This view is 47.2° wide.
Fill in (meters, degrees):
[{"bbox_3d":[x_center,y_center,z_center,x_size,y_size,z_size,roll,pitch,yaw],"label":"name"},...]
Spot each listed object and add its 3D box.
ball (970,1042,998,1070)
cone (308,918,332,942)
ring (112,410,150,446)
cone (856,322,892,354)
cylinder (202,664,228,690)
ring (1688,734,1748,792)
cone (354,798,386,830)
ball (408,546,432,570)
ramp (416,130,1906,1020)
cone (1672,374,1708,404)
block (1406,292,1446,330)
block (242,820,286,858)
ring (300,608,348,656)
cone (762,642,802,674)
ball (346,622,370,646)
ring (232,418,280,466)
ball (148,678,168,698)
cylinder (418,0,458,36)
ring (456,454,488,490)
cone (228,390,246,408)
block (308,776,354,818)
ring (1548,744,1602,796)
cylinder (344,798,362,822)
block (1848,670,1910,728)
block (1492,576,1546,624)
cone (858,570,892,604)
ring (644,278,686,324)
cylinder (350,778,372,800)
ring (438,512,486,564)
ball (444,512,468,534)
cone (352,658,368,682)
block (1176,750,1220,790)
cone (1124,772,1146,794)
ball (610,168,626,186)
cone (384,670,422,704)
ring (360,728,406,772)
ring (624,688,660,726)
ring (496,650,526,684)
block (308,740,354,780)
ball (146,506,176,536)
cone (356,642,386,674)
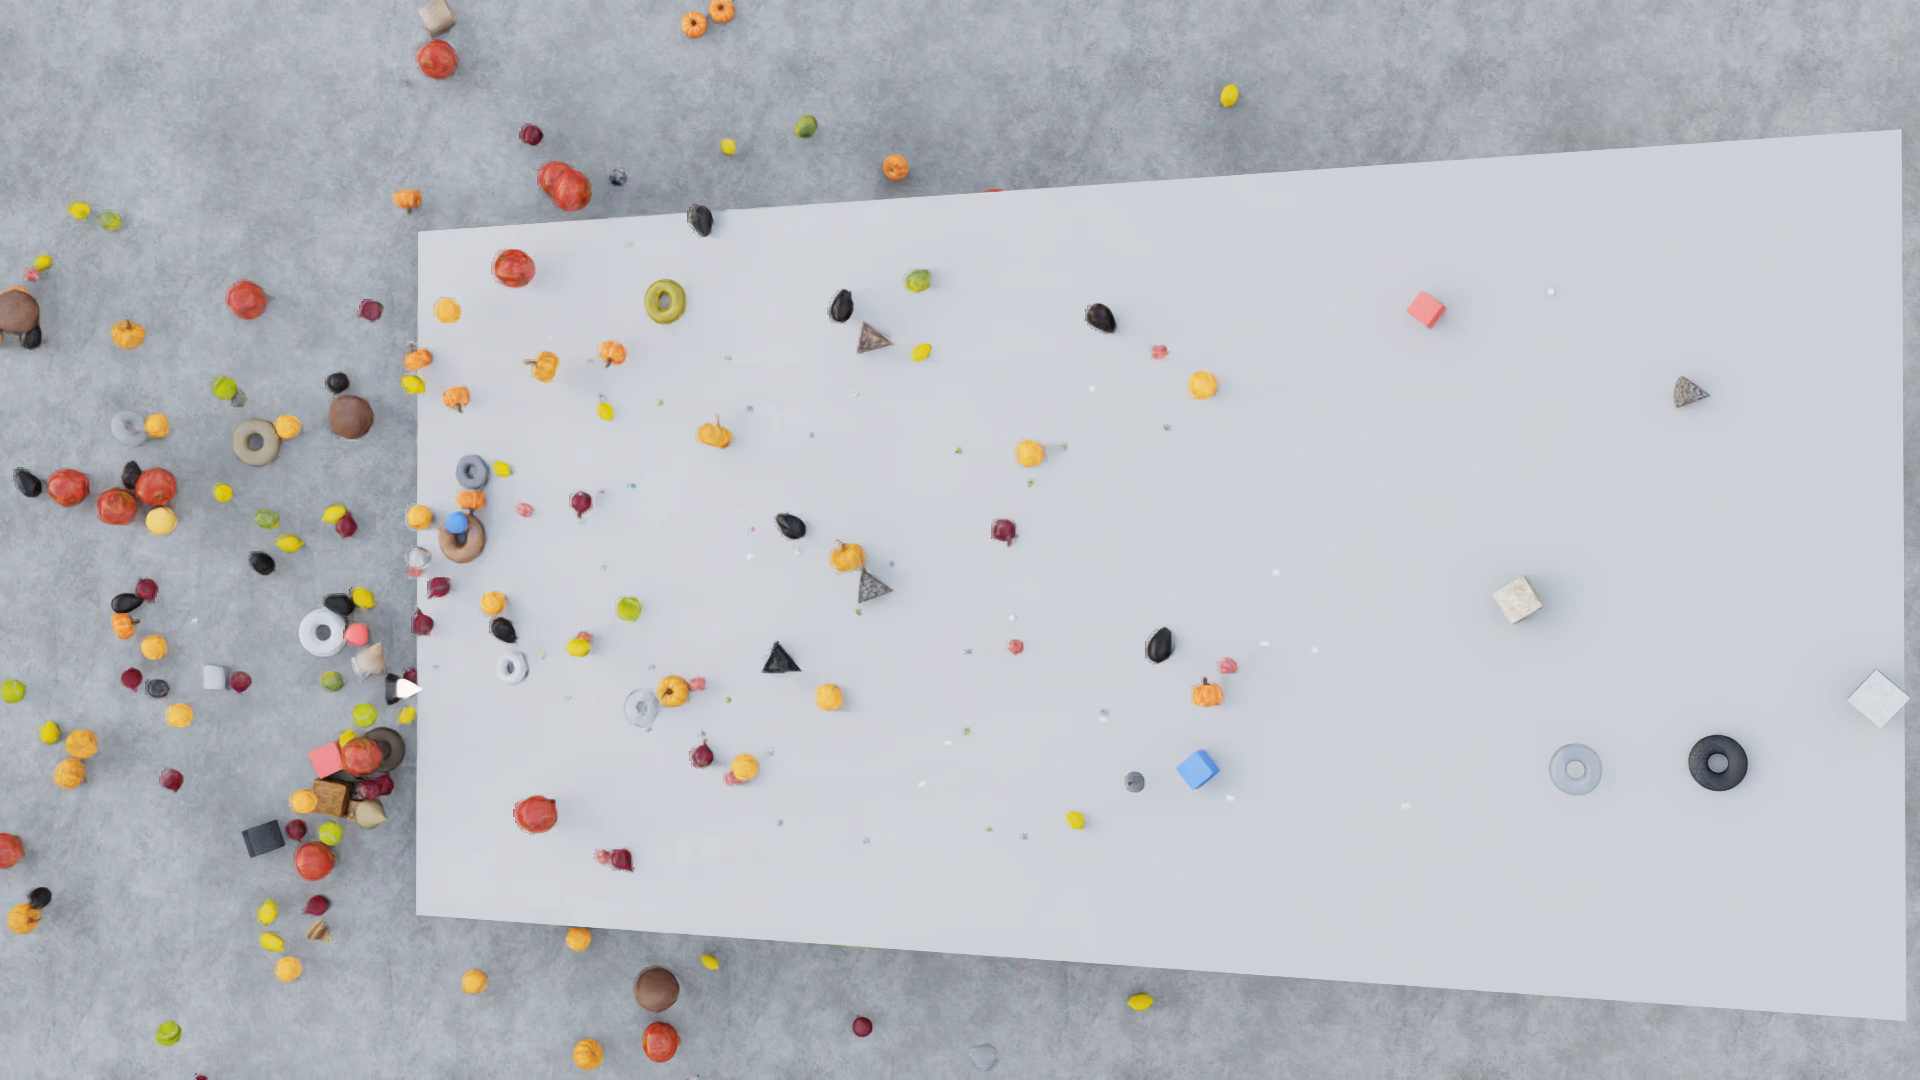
[{"bbox_3d":[0.070,1.520,6.471,0.081,0.081,0.081,0,89,0],"label":"ball"},{"bbox_3d":[-1.879,1.169,6.501,0.070,0.070,0.070,-44,116,0],"label":"cone"},{"bbox_3d":[-2.446,-0.329,6.484,0.038,0.115,0.115,-28,89,34],"label":"ring"},{"bbox_3d":[-0.222,-0.532,5.868,0.092,0.092,0.092,12,89,-5],"label":"cone"},{"bbox_3d":[-2.198,0.404,6.491,0.068,0.068,0.068,5,90,0],"label":"cylinder"},{"bbox_3d":[1.743,0.513,5.056,0.131,0.044,0.131,0,90,21],"label":"ring"},{"bbox_3d":[-1.708,0.811,6.453,0.096,0.096,0.096,7,89,43],"label":"cone"},{"bbox_3d":[-1.562,0.052,6.361,0.066,0.066,0.066,0,89,0],"label":"ball"},{"bbox_3d":[0.283,0.086,5.731,4.000,0.100,2.000,0,89,22],"label":"ramp"},{"bbox_3d":[1.702,-0.339,5.088,0.074,0.074,0.074,15,89,-18],"label":"cone"},{"bbox_3d":[1.126,-0.556,5.309,0.062,0.062,0.062,40,103,18],"label":"block"},{"bbox_3d":[-2.052,0.880,6.479,0.082,0.082,0.082,-19,89,0],"label":"block"},{"bbox_3d":[-1.883,0.273,6.504,0.145,0.048,0.145,0,88,1],"label":"ring"},{"bbox_3d":[-0.474,0.336,5.957,0.098,0.098,0.098,24,89,-7],"label":"cone"},{"bbox_3d":[-1.777,0.279,6.493,0.070,0.070,0.070,0,89,0],"label":"ball"},{"bbox_3d":[-2.084,-0.290,6.511,0.143,0.048,0.143,0,90,0],"label":"ring"},{"bbox_3d":[-2.369,0.439,6.496,0.060,0.060,0.060,0,89,0],"label":"ball"},{"bbox_3d":[-1.546,-1.547,6.509,0.084,0.084,0.084,-29,89,0],"label":"cylinder"},{"bbox_3d":[-1.409,-0.195,6.350,0.103,0.034,0.103,0,90,21],"label":"ring"},{"bbox_3d":[-2.148,-0.421,6.509,0.055,0.055,0.055,0,89,0],"label":"cone"},{"bbox_3d":[-1.851,0.756,6.473,0.096,0.096,0.096,12,90,0],"label":"block"},{"bbox_3d":[1.449,0.540,5.175,0.124,0.041,0.124,1,93,24],"label":"ring"},{"bbox_3d":[-1.779,0.799,6.492,0.059,0.059,0.059,18,74,0],"label":"cylinder"},{"bbox_3d":[2.049,0.353,4.907,0.092,0.092,0.092,44,105,17],"label":"block"},{"bbox_3d":[1.325,0.142,5.208,0.084,0.084,0.084,-34,77,18],"label":"block"},{"bbox_3d":[-0.221,0.129,5.859,0.092,0.092,0.092,6,89,-5],"label":"cone"},{"bbox_3d":[-0.819,-0.662,6.112,0.128,0.043,0.128,0,91,22],"label":"ring"},{"bbox_3d":[-1.768,0.735,6.494,0.055,0.055,0.055,13,89,0],"label":"cylinder"},{"bbox_3d":[-1.439,-0.007,6.351,0.150,0.050,0.150,0,90,21],"label":"ring"},{"bbox_3d":[-1.442,-0.049,6.292,0.065,0.065,0.065,0,89,0],"label":"ball"},{"bbox_3d":[-1.750,0.372,6.509,0.078,0.078,0.078,-19,89,-27],"label":"cone"},{"bbox_3d":[0.596,0.575,5.506,0.069,0.069,0.069,-42,75,16],"label":"block"},{"bbox_3d":[0.435,0.617,5.579,0.055,0.055,0.055,0,89,22],"label":"cone"},{"bbox_3d":[-1.013,-1.075,6.520,0.050,0.050,0.050,0,89,0],"label":"ball"},{"bbox_3d":[-1.615,0.435,6.423,0.099,0.099,0.099,6,89,14],"label":"cone"},{"bbox_3d":[-1.708,0.621,6.501,0.135,0.045,0.135,0,86,-1],"label":"ring"},{"bbox_3d":[-0.887,0.467,6.129,0.108,0.036,0.108,0,91,22],"label":"ring"},{"bbox_3d":[-1.284,0.365,6.293,0.098,0.033,0.098,0,90,21],"label":"ring"},{"bbox_3d":[-1.853,0.646,6.479,0.085,0.085,0.085,-24,89,2],"label":"block"},{"bbox_3d":[-2.355,-0.055,6.485,0.087,0.087,0.087,0,89,0],"label":"ball"},{"bbox_3d":[-1.716,0.329,6.461,0.094,0.094,0.094,35,127,0],"label":"cone"}]
